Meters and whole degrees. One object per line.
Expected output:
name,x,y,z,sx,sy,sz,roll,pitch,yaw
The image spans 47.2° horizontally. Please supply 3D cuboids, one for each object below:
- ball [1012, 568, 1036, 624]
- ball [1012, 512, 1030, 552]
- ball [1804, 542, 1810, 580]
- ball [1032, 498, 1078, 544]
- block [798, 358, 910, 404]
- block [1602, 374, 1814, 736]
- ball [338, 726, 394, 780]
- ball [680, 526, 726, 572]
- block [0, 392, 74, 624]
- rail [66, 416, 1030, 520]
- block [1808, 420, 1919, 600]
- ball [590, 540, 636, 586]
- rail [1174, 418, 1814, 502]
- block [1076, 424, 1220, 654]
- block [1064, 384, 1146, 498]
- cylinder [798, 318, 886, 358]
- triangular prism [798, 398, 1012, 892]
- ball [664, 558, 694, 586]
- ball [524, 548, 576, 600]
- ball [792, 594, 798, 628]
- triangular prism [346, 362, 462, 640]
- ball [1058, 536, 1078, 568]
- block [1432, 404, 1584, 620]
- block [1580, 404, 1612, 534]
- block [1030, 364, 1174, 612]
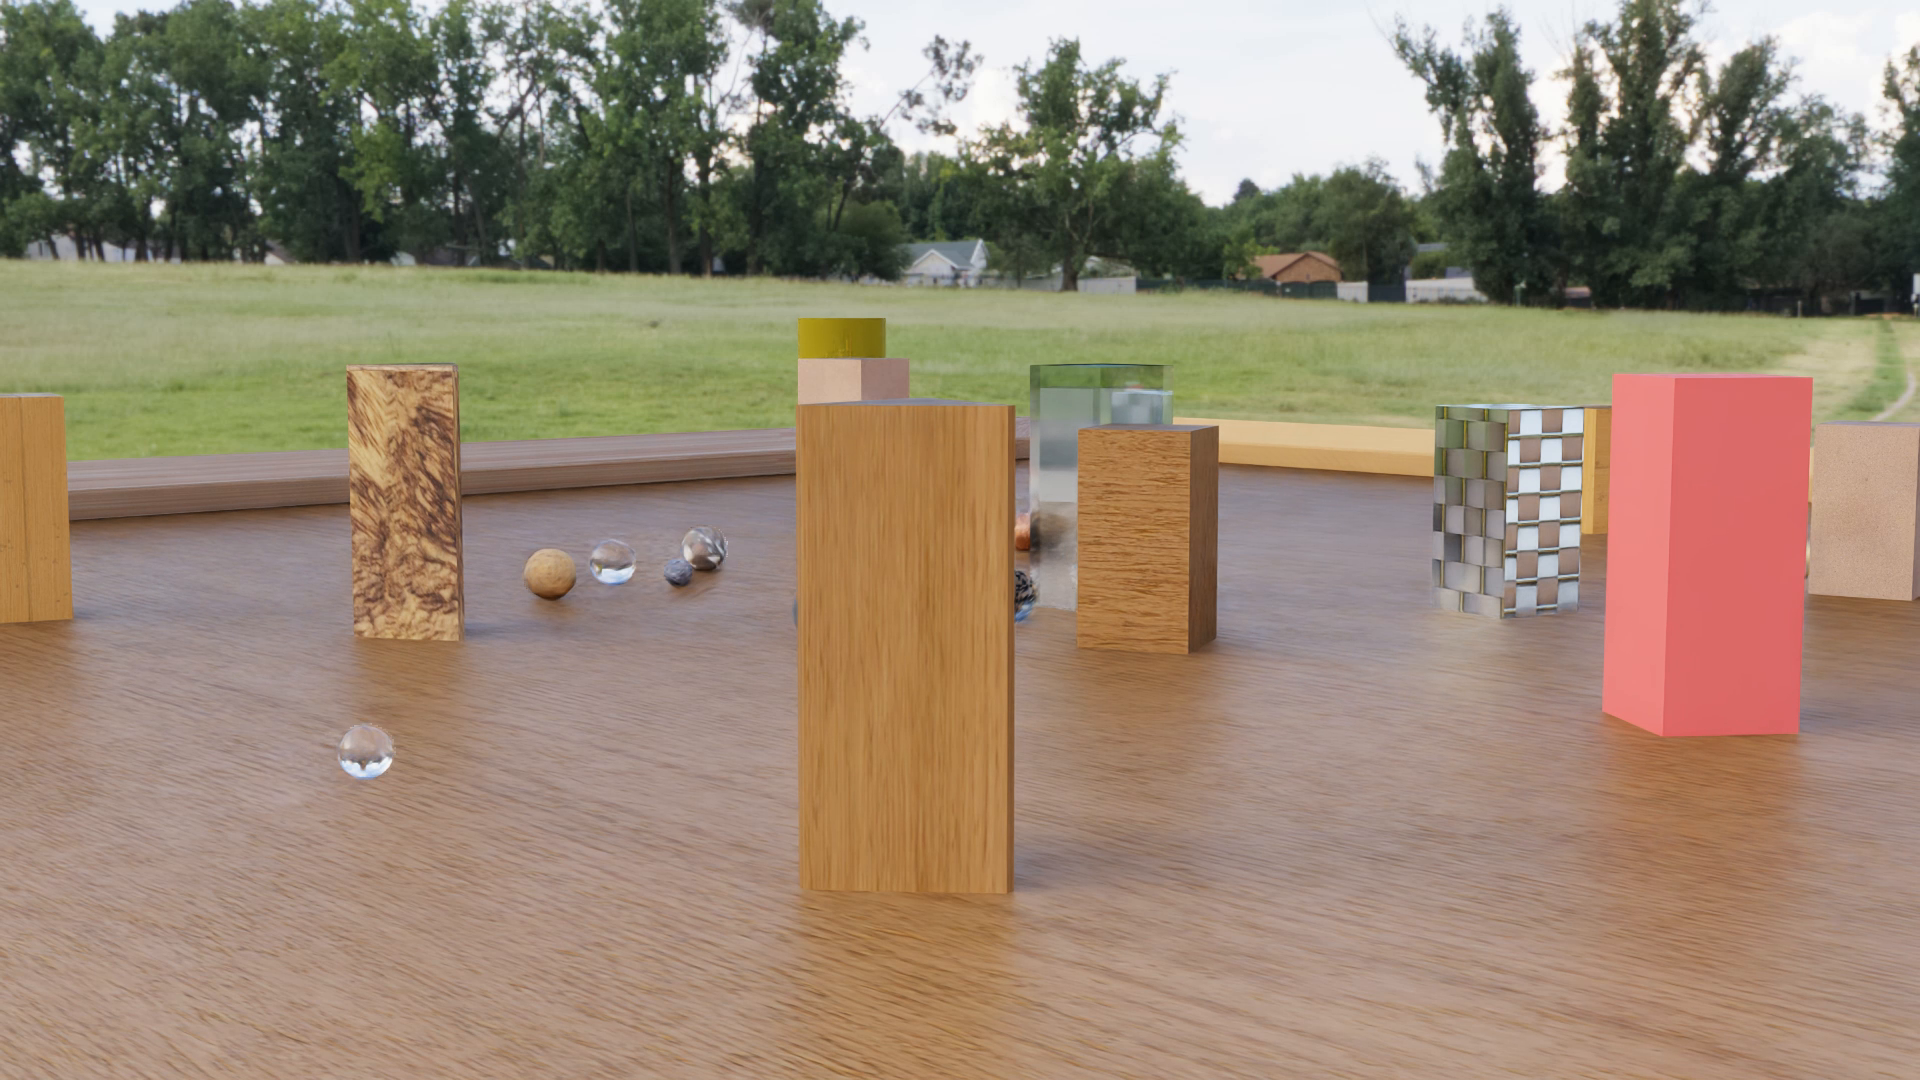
ball,0.067,0.079,3.093,0.079,0.079,0.079,0,6,0
ball,0.118,-0.015,4.016,0.072,0.072,0.072,0,6,0
ball,1.394,0.034,3.594,0.065,0.065,0.065,0,6,0
ball,0.178,-0.036,4.136,0.088,0.088,0.088,0,6,0
block,-0.201,-0.170,4.172,0.150,0.348,0.150,4,7,35
block,0.795,0.011,2.350,0.150,0.372,0.150,-1,6,-7
ball,-0.562,0.201,2.080,0.051,0.051,0.051,0,6,0
ball,-0.433,0.016,3.709,0.076,0.076,0.076,0,6,0
block,-1.373,-0.049,3.166,0.150,0.318,0.150,-3,7,-29
rail,-1.483,-0.138,4.930,5.191,0.122,0.045,-6,8,-42
block,1.425,-0.050,3.434,0.150,0.264,0.150,4,7,33
ball,-0.557,0.036,3.528,0.074,0.074,0.074,0,6,0
rail,1.890,-0.152,5.066,0.045,0.122,4.420,-6,8,-42
block,0.250,-0.006,2.912,0.150,0.287,0.150,2,6,20
block,0.341,-0.231,5.165,0.150,0.260,0.150,3,7,24
cylinder,-0.249,-0.258,4.650,0.187,0.421,0.187,0,6,0
triangular prism,-0.036,0.076,1.735,0.162,0.371,0.141,0,6,4
ball,-0.449,0.052,3.510,0.046,0.046,0.046,0,6,0
ball,-0.626,0.051,3.363,0.079,0.079,0.079,0,6,0
ball,-0.174,0.093,2.895,0.094,0.094,0.094,0,6,0
triangular prism,-0.727,-0.057,3.014,0.162,0.368,0.141,2,6,14
ball,0.173,0.018,3.382,0.047,0.047,0.047,0,6,0
block,0.804,-0.047,3.235,0.150,0.300,0.150,-4,7,-31
block,1.272,-0.144,4.411,0.150,0.246,0.150,-3,7,-29
block,0.210,-0.080,3.273,0.150,0.359,0.150,-5,8,-40
